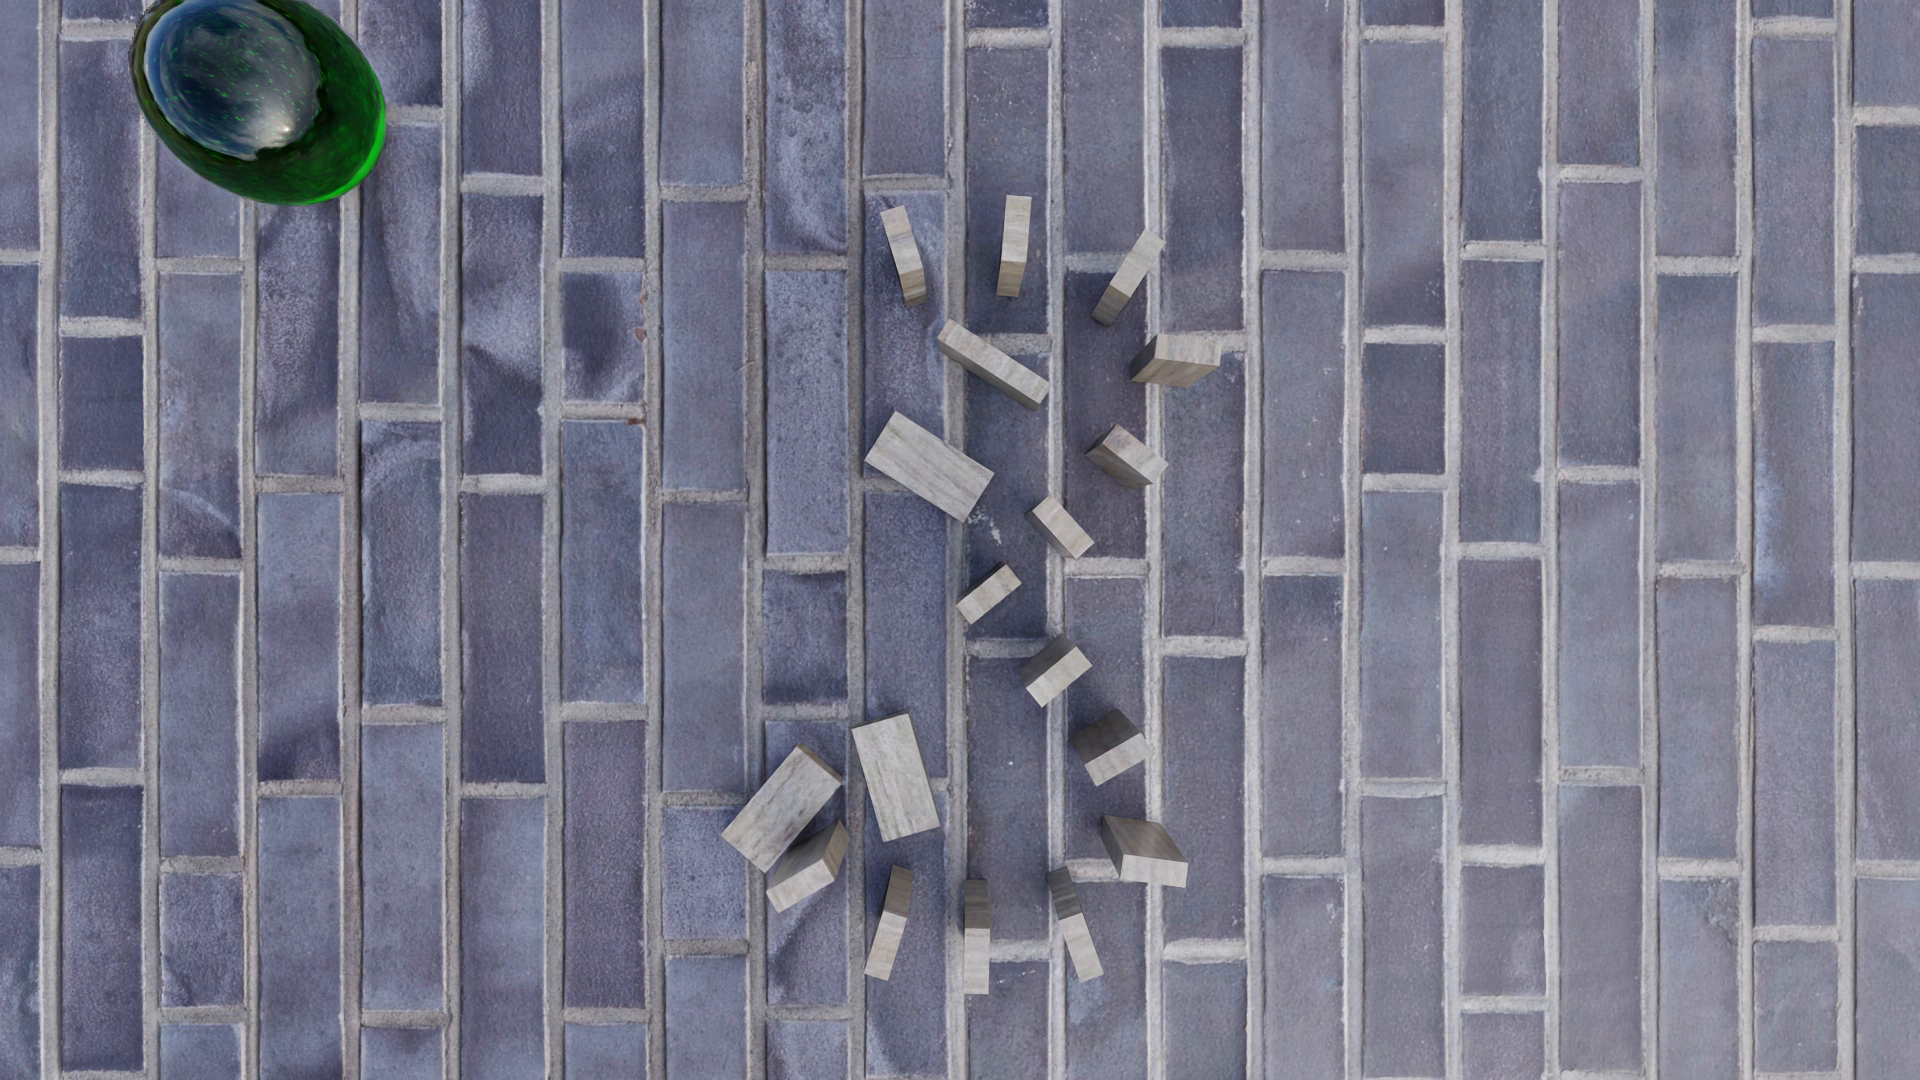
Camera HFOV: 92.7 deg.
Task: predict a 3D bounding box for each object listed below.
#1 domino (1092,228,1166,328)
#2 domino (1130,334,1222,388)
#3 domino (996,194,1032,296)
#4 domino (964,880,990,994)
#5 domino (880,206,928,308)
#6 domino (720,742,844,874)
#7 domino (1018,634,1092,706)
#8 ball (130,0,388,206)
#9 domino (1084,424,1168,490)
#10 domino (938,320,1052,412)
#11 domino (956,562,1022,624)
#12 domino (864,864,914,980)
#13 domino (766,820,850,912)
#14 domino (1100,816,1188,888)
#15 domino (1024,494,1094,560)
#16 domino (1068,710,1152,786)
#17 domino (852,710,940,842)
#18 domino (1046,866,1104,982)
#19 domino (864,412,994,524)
[{"bbox_3d":[0.068,-0.106,0.375,0.010,0.050,0.025,33,90,0],"label":"domino"},{"bbox_3d":[0.087,-0.073,0.375,0.025,0.050,0.010,7,90,0],"label":"domino"},{"bbox_3d":[0.022,-0.119,0.375,0.009,0.050,0.025,5,90,0],"label":"domino"},{"bbox_3d":[0.006,0.161,0.375,0.009,0.050,0.025,1,90,0],"label":"domino"},{"bbox_3d":[-0.022,-0.115,0.375,0.010,0.050,0.025,-17,90,0],"label":"domino"},{"bbox_3d":[-0.076,0.115,0.395,0.025,0.009,0.050,41,90,0],"label":"domino"},{"bbox_3d":[0.038,0.052,0.375,0.025,0.050,0.010,-40,90,0],"label":"domino"},{"bbox_3d":[-0.272,-0.174,0.360,0.080,0.080,0.080,0,90,0],"label":"ball"},{"bbox_3d":[0.067,-0.033,0.375,0.025,0.050,0.010,38,90,0],"label":"domino"},{"bbox_3d":[0.014,-0.073,0.388,0.050,0.025,0.010,33,90,0],"label":"domino"},{"bbox_3d":[0.011,0.021,0.375,0.025,0.050,0.009,-39,90,0],"label":"domino"},{"bbox_3d":[-0.028,0.155,0.375,0.009,0.050,0.025,17,90,0],"label":"domino"},{"bbox_3d":[-0.061,0.132,0.375,0.025,0.050,0.010,-30,90,0],"label":"domino"},{"bbox_3d":[0.074,0.126,0.375,0.025,0.050,0.009,8,90,0],"label":"domino"},{"bbox_3d":[0.040,-0.005,0.375,0.010,0.050,0.025,-42,90,0],"label":"domino"},{"bbox_3d":[0.061,0.084,0.375,0.025,0.050,0.009,-30,90,0],"label":"domino"},{"bbox_3d":[-0.027,0.101,0.395,0.025,0.010,0.050,-16,90,0],"label":"domino"},{"bbox_3d":[0.046,0.156,0.375,0.009,0.050,0.025,-20,90,0],"label":"domino"},{"bbox_3d":[-0.013,-0.031,0.395,0.050,0.010,0.025,32,90,0],"label":"domino"}]
